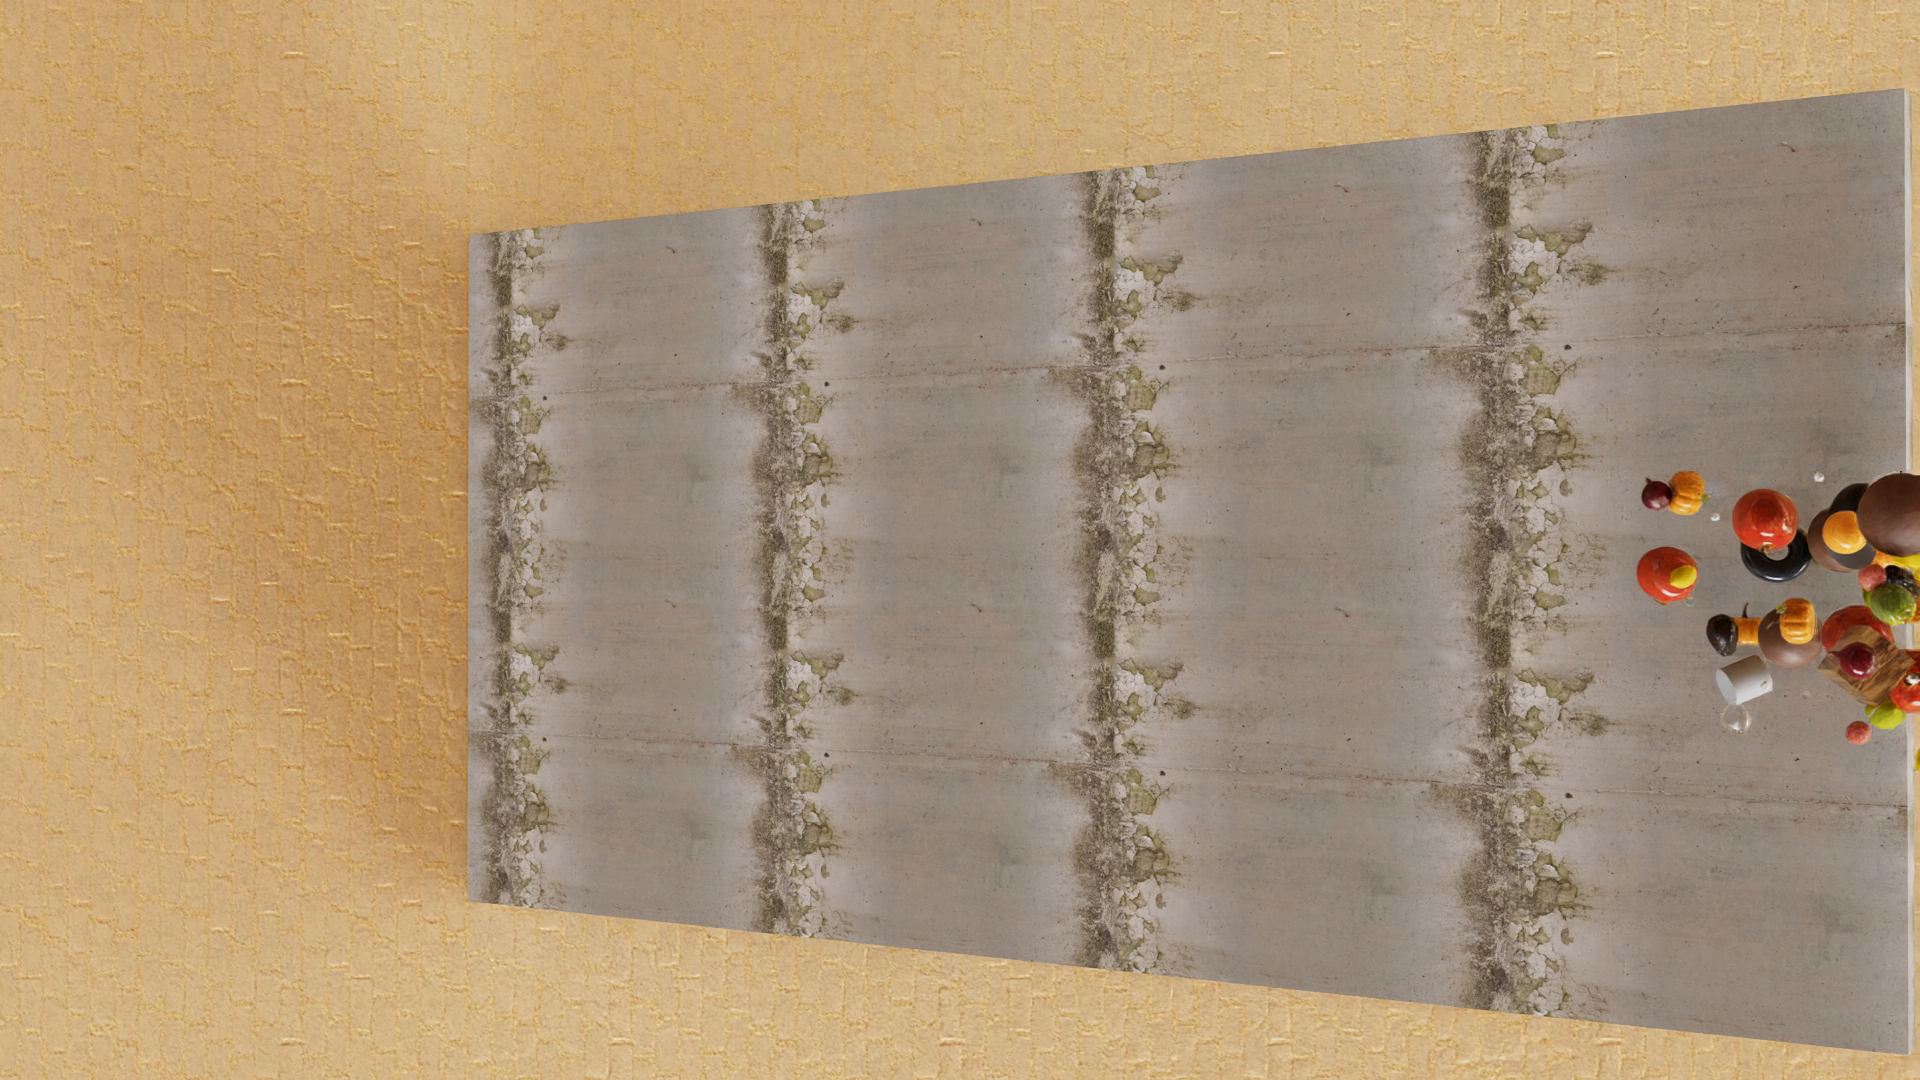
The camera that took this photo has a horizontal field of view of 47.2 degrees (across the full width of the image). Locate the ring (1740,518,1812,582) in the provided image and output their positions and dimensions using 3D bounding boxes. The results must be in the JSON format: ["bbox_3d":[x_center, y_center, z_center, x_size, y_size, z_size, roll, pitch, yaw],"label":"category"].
[{"bbox_3d":[1.570,0.020,4.231,0.131,0.044,0.131,-5,67,12],"label":"ring"}]

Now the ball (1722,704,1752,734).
[{"bbox_3d":[1.558,0.358,4.407,0.058,0.058,0.058,0,89,0],"label":"ball"}]

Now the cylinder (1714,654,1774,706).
[{"bbox_3d":[1.646,0.295,4.616,0.082,0.082,0.082,-30,90,-17],"label":"cylinder"}]

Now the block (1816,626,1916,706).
[{"bbox_3d":[1.527,0.211,3.709,0.095,0.095,0.095,39,92,5],"label":"block"}]

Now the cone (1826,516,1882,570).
[{"bbox_3d":[1.550,-0.007,3.760,0.093,0.093,0.093,-19,89,-34],"label":"cone"}]

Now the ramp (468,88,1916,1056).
[{"bbox_3d":[0.266,0.073,5.615,4.000,0.100,2.000,0,89,31],"label":"ramp"}]
